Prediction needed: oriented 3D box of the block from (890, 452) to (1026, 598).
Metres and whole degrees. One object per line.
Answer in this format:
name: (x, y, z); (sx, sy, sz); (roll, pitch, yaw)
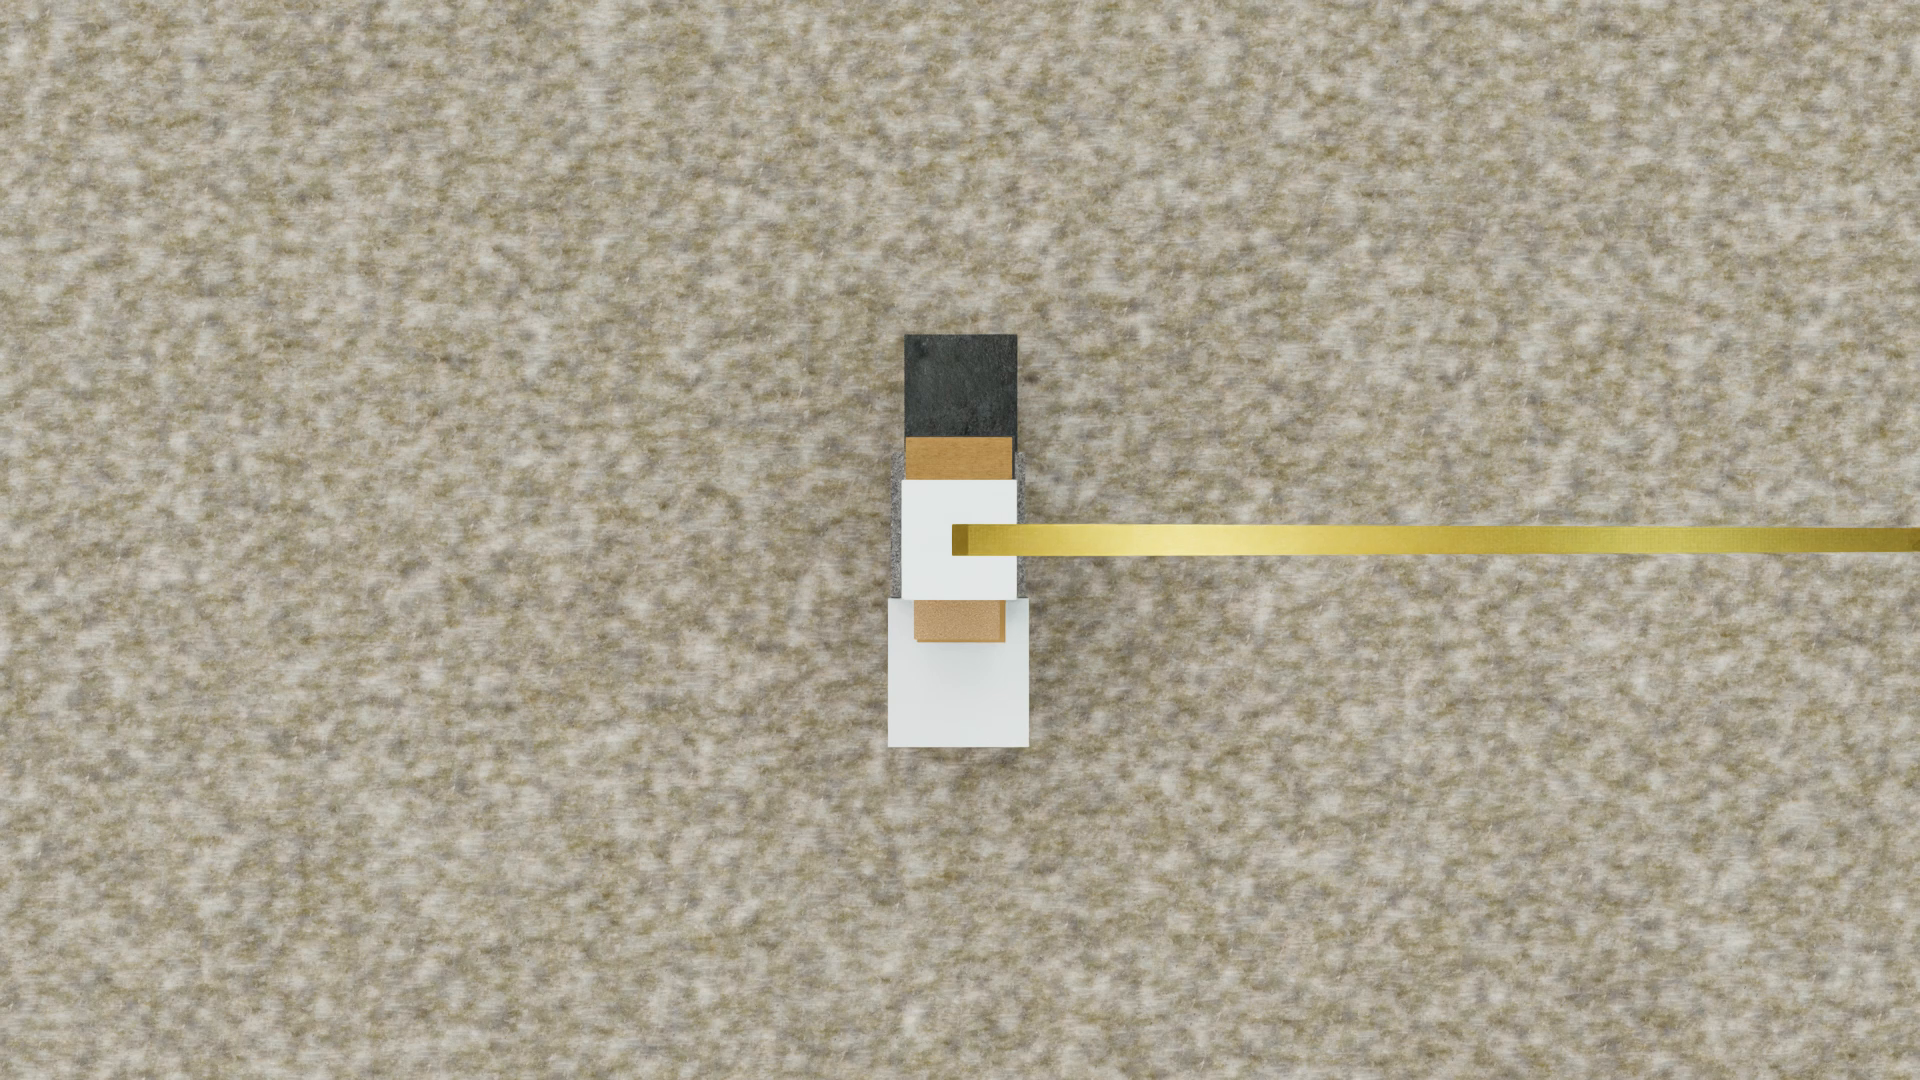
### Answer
block: (-0.011, -0.085, 12.579); (0.742, 0.842, 0.804); (0, 90, 0)

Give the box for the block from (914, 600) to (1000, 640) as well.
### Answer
block: (-0.017, 0.287, 11.513); (0.440, 0.459, 0.447); (0, 90, 0)

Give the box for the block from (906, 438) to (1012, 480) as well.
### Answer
block: (-0.006, -0.228, 11.208); (0.529, 0.554, 0.564); (0, 90, 0)

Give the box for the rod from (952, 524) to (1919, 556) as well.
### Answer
rod: (2.234, 0.000, 6.794); (5.200, 0.080, 0.080); (0, 90, -31)

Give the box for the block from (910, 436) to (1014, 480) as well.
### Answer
block: (0.011, -0.242, 11.822); (0.552, 0.674, 0.609); (0, 90, 0)

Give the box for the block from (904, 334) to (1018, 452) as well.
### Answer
block: (0.005, -0.828, 12.702); (0.637, 0.597, 0.663); (0, 90, 0)

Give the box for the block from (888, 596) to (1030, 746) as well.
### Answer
block: (-0.008, 0.743, 12.661); (0.790, 0.678, 0.832); (0, 90, 0)

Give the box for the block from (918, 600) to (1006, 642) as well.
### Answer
block: (0.007, 0.310, 11.950); (0.472, 0.416, 0.474); (0, 90, 0)

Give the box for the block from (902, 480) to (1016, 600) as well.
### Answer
block: (-0.004, 0.000, 10.685); (0.545, 0.493, 0.570); (0, 90, 0)
